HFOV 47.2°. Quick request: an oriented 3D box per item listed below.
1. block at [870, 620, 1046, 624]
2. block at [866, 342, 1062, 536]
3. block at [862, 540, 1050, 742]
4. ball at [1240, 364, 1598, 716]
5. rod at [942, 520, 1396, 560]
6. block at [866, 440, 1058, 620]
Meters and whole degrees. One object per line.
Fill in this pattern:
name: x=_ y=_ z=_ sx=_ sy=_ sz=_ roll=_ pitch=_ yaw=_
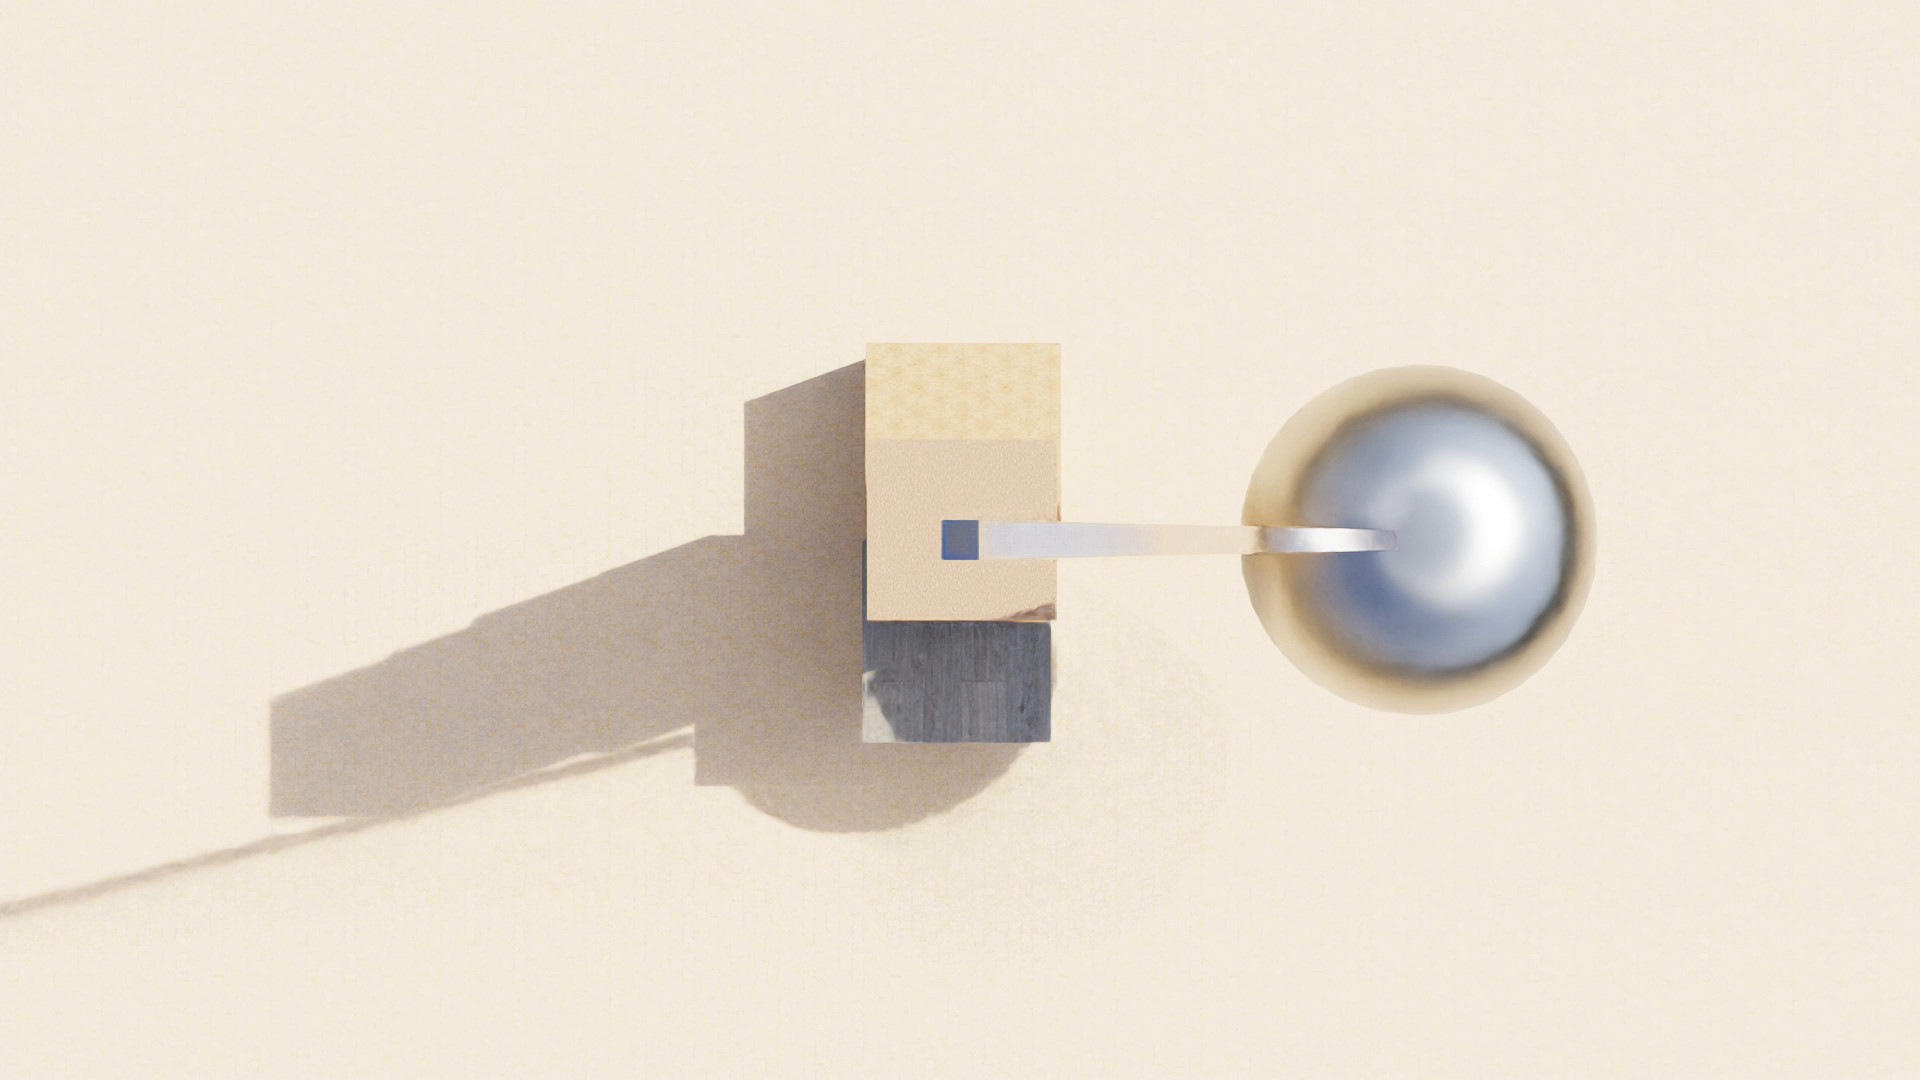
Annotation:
block: x=-0.007 y=-0.016 z=10.548 sx=0.812 sy=0.899 sz=0.805 roll=0 pitch=89 yaw=0
block: x=0.019 y=-0.545 z=12.554 sx=1.075 sy=0.892 sz=1.080 roll=0 pitch=90 yaw=0
block: x=-0.019 y=0.545 z=12.384 sx=1.009 sy=1.233 sz=1.080 roll=0 pitch=90 yaw=0
ball: x=2.074 y=0.000 z=10.007 sx=1.600 sy=1.600 sz=1.600 roll=0 pitch=90 yaw=0
rod: x=0.899 y=0.000 z=6.817 sx=0.080 sy=5.200 sz=0.080 roll=0 pitch=90 yaw=20
block: x=0.008 y=-0.035 z=9.042 sx=0.745 sy=0.825 sz=0.709 roll=0 pitch=89 yaw=0
